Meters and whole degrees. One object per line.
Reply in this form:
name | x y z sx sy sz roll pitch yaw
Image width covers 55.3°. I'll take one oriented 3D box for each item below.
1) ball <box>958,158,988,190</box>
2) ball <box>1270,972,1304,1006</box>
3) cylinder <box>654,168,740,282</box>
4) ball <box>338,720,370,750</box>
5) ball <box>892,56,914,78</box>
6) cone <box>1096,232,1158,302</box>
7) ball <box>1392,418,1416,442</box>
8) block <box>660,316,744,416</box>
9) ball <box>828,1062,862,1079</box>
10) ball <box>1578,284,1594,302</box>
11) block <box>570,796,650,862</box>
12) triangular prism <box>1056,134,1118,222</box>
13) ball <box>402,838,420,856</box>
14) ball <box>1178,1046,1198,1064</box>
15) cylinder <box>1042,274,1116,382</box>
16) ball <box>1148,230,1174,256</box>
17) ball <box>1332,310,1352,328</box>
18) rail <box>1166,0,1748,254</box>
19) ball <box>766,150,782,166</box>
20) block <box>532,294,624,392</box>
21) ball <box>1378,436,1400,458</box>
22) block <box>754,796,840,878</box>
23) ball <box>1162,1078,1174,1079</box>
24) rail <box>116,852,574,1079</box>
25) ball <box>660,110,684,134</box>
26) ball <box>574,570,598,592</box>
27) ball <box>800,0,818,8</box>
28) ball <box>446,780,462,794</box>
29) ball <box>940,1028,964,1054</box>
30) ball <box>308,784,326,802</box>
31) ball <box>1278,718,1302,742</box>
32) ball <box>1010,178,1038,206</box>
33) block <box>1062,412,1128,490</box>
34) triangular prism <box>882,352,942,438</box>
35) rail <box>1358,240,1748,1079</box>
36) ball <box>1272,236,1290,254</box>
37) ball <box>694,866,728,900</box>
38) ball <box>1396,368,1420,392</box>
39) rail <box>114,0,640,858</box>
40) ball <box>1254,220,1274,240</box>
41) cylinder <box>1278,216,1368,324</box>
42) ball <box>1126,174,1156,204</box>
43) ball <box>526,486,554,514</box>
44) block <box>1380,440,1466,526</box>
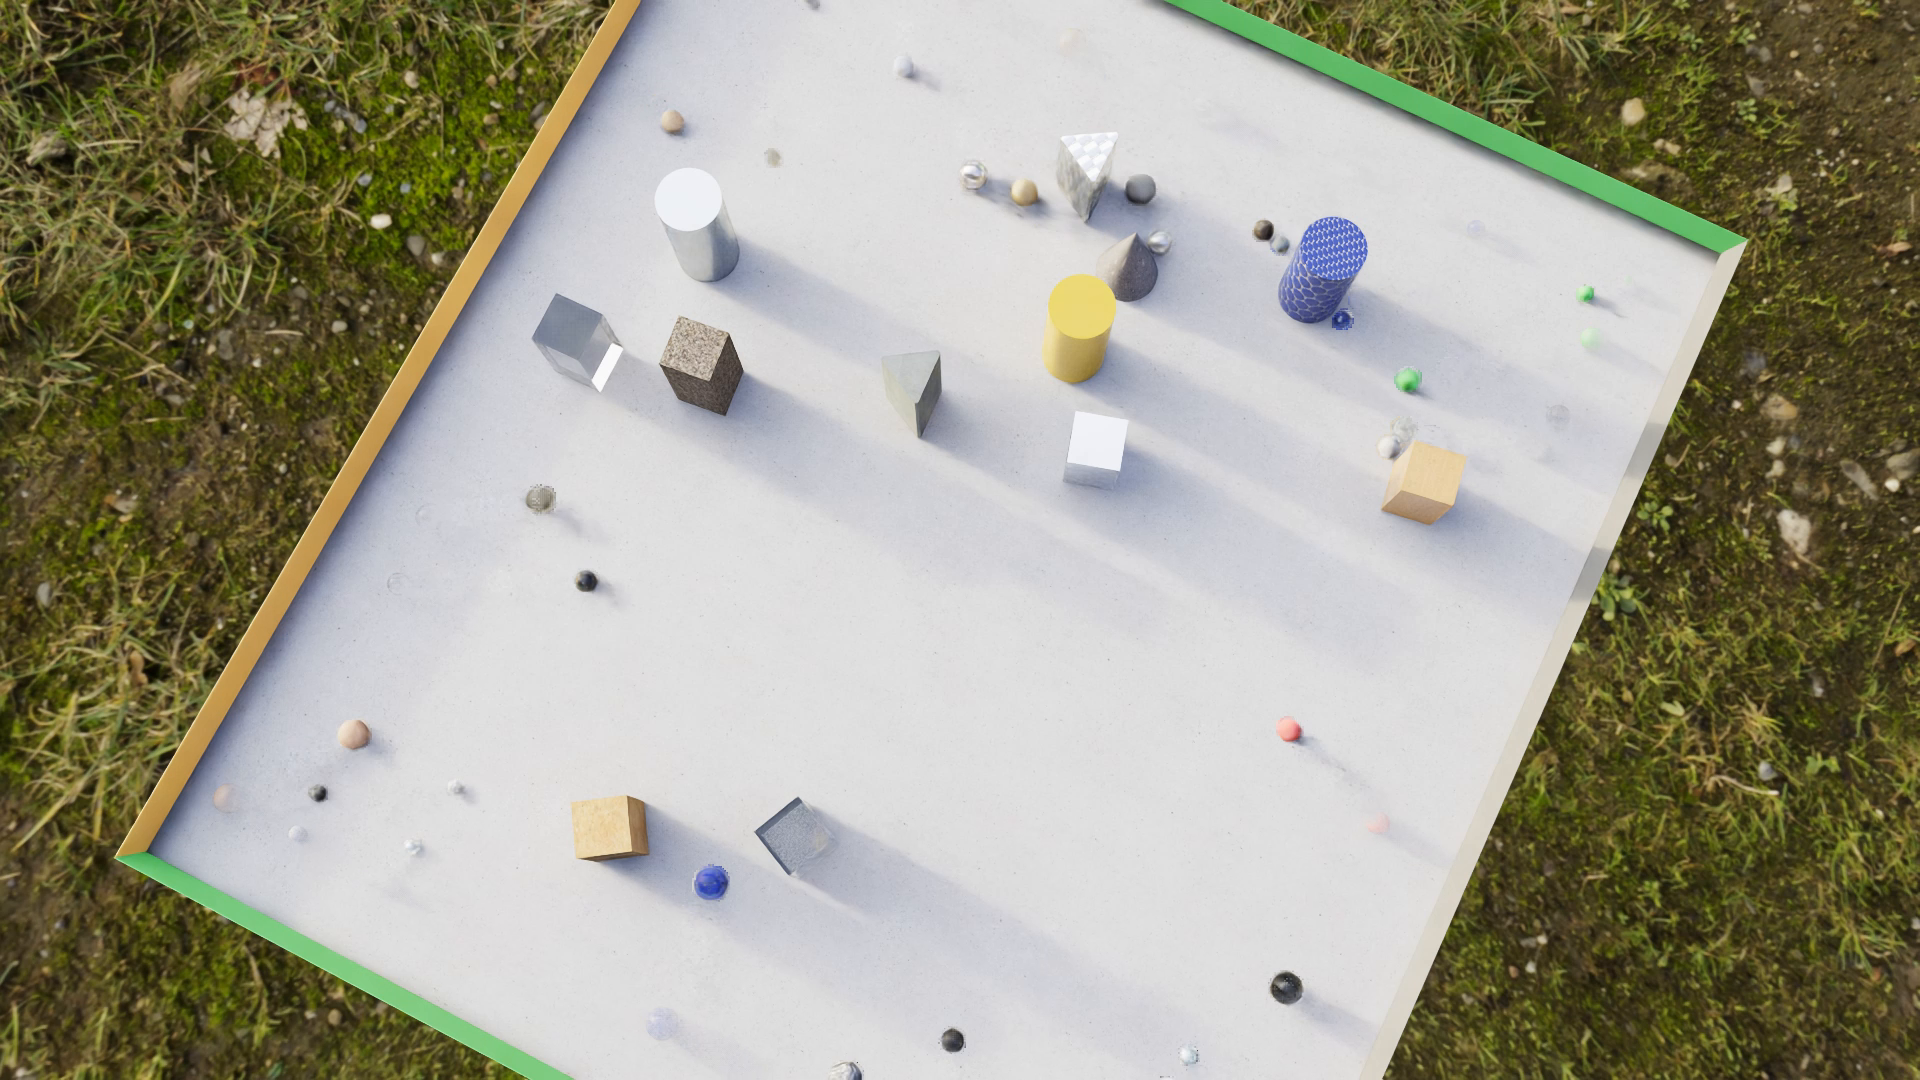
ball | 0.041 -1.159 5.808 0.096 0.096 0.096 0 78 0
ball | 0.945 1.297 5.300 0.094 0.094 0.094 0 78 0
cylinder | -0.796 -0.954 5.588 0.197 0.442 0.197 0 78 0
ball | -1.804 0.578 5.451 0.089 0.089 0.089 0 78 0
ball | -0.182 -1.525 5.897 0.068 0.068 0.068 0 78 0
cone | 0.526 -0.882 5.623 0.197 0.344 0.197 0 78 0
ball | 1.364 -0.339 5.631 0.074 0.074 0.074 0 78 0
block | -0.776 -0.522 5.533 0.158 0.376 0.158 20 79 4
ball | -0.329 1.542 5.249 0.095 0.095 0.095 0 78 0
ball | 1.964 -0.775 5.751 0.051 0.051 0.051 0 78 0
block | -1.008 0.835 5.294 0.158 0.294 0.158 -7 78 -2
triangular prism | 0.414 -1.151 5.682 0.148 0.339 0.171 -33 80 -6
ball | -1.618 0.905 5.405 0.048 0.048 0.048 0 78 0
ball | 0.658 1.485 5.282 0.053 0.053 0.053 0 78 0
cylinder | 0.354 -0.631 5.521 0.197 0.444 0.197 0 78 0
ball | 0.627 -0.931 5.735 0.080 0.080 0.080 0 78 0
ball | 1.194 -0.690 5.728 0.057 0.057 0.057 0 78 0
rail | 0.856 -1.670 5.896 3.529 0.128 0.045 26 80 5
ball | -0.594 -1.216 5.842 0.052 0.052 0.052 0 78 0
block | -1.159 -0.596 5.571 0.158 0.331 0.158 25 79 5
ball | 1.321 -0.285 5.643 0.065 0.065 0.065 0 78 0
block | -0.465 0.859 5.276 0.158 0.318 0.158 -39 81 -7
ball | 0.597 1.589 5.238 0.097 0.097 0.097 0 78 0
rail | -0.856 1.684 5.202 3.529 0.128 0.045 26 80 5
ball | -0.919 -1.338 5.856 0.073 0.073 0.073 0 78 0
ball | -1.134 0.124 5.555 0.070 0.070 0.070 0 78 0
ball | -0.491 -1.758 5.948 0.063 0.063 0.063 0 78 0
ball | -1.500 0.733 5.442 0.046 0.046 0.046 0 78 0
ball | -0.022 1.444 5.283 0.069 0.069 0.069 0 78 0
ball | -1.906 0.751 5.436 0.049 0.049 0.049 0 78 0
ball | 0.982 0.567 5.463 0.070 0.070 0.070 0 78 0
ball | 0.204 -1.099 5.799 0.089 0.089 0.089 0 78 0
block | 0.407 -0.267 5.542 0.158 0.254 0.158 10 78 2
triangular prism | -0.118 -0.465 5.510 0.148 0.398 0.171 -36 81 -7
rail | 1.557 0.769 5.391 0.045 0.128 3.876 26 80 5
ball | 1.013 -0.931 5.782 0.054 0.054 0.054 0 78 0
ball | -0.729 1.006 5.359 0.097 0.097 0.097 0 78 0
ball | 1.390 -0.496 5.683 0.070 0.070 0.070 0 78 0
rail | -1.557 -0.755 5.706 0.045 0.128 3.876 26 80 5
ball | 0.960 -0.978 5.785 0.067 0.067 0.067 0 78 0
cylinder | 1.100 -0.817 5.581 0.197 0.400 0.197 0 78 0
ball | 0.572 -1.110 5.796 0.099 0.099 0.099 0 78 0
ball | -1.282 -0.123 5.599 0.085 0.085 0.085 0 78 0
block | 1.392 -0.169 5.513 0.158 0.271 0.158 18 79 4
